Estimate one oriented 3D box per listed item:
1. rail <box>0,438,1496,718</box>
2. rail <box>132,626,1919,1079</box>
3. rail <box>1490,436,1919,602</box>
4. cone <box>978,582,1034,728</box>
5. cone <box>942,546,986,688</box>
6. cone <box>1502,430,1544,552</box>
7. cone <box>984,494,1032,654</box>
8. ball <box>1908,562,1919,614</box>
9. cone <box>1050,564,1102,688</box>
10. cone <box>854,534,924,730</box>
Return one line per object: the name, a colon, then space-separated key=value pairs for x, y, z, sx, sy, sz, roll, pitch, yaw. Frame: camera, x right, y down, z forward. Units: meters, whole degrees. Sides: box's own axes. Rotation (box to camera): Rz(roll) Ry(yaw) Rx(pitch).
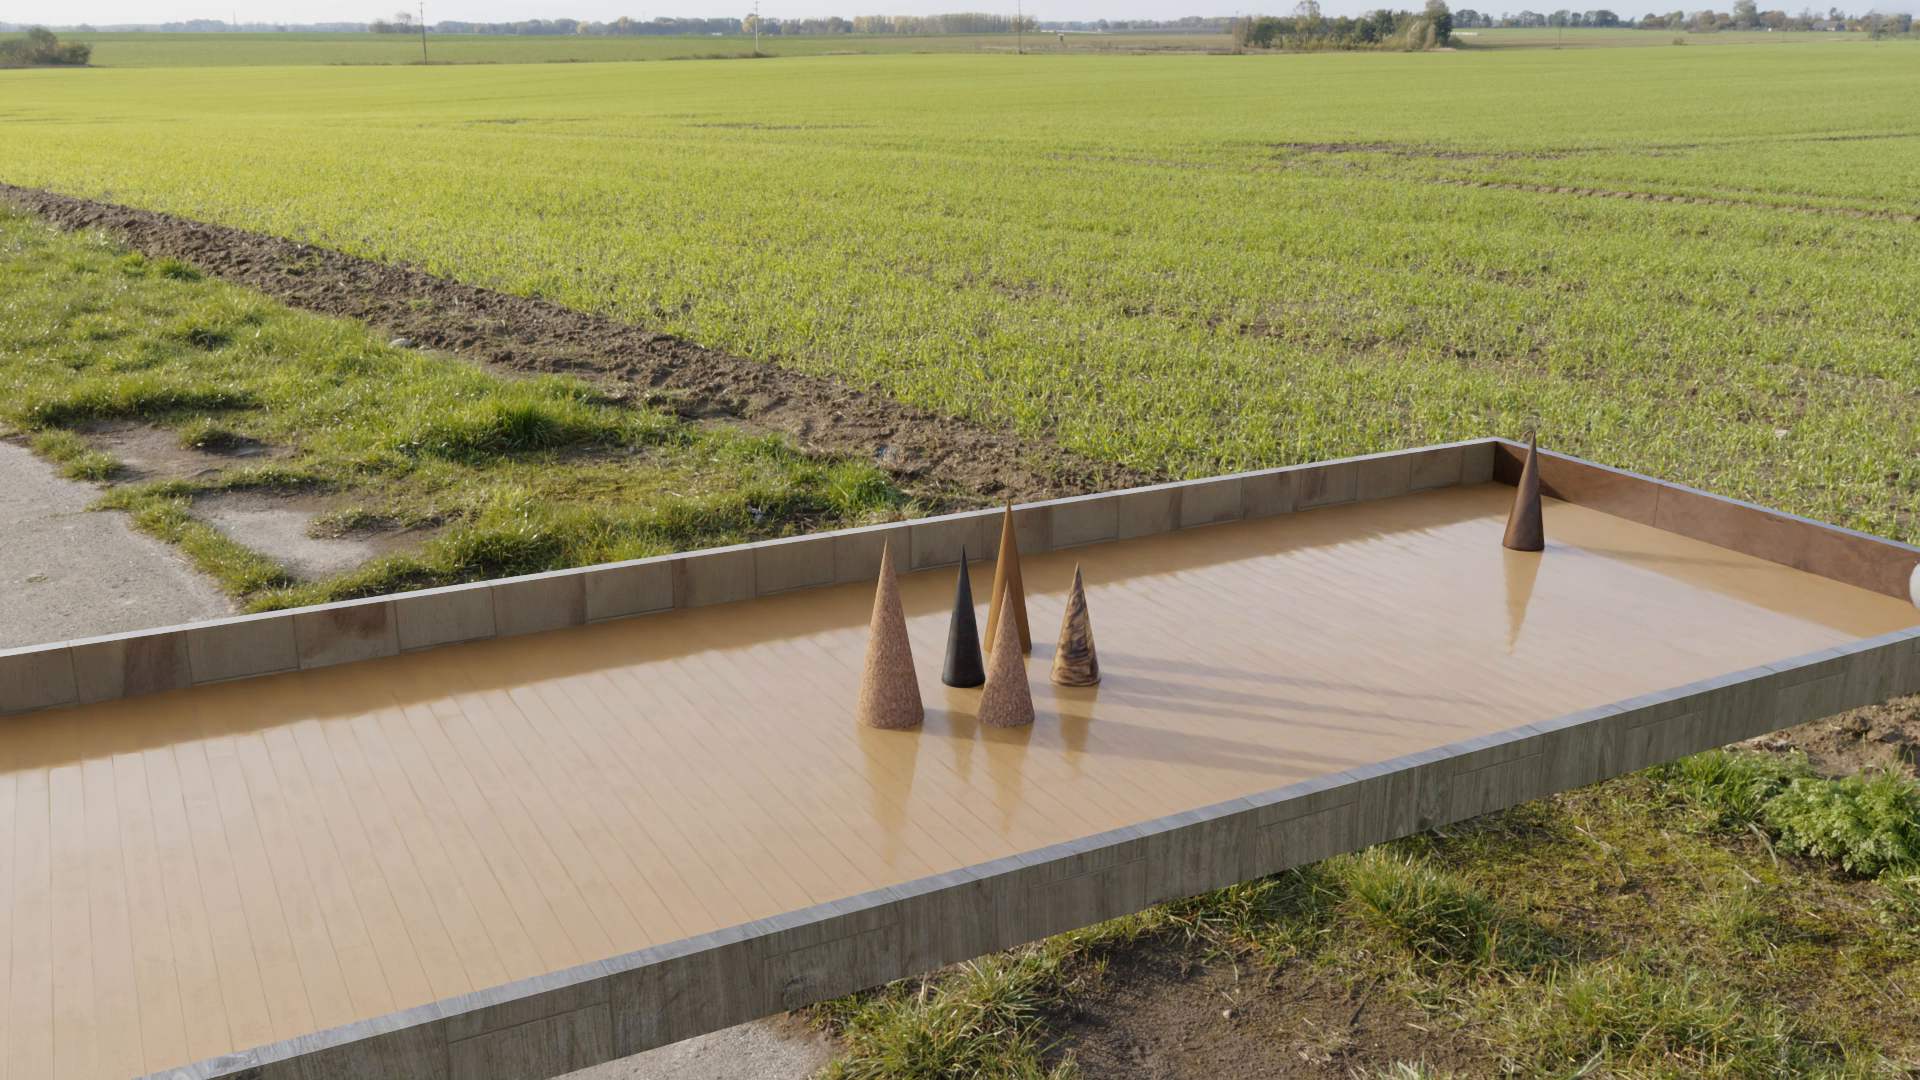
rail: x=-3.305 y=0.497 z=3.399 sx=12.000 sy=0.150 sz=0.050 roll=-9 pitch=18 yaw=-27
rail: x=-2.336 y=1.006 z=1.665 sx=12.000 sy=0.150 sz=0.050 roll=-9 pitch=18 yaw=-27
rail: x=2.466 y=-0.048 z=5.253 sx=0.050 sy=0.150 sz=2.100 roll=-9 pitch=18 yaw=-27
cone: x=0.110 y=0.256 z=3.878 sx=0.136 sy=0.342 sz=0.136 roll=0 pitch=16 yaw=0
cone: x=0.009 y=0.180 z=4.105 sx=0.111 sy=0.359 sz=0.111 roll=0 pitch=16 yaw=0
cone: x=1.807 y=-0.166 z=5.238 sx=0.132 sy=0.385 sz=0.132 roll=0 pitch=16 yaw=0
cone: x=0.127 y=0.082 z=4.327 sx=0.129 sy=0.422 sz=0.129 roll=0 pitch=16 yaw=0
ball: x=2.722 y=0.130 z=4.496 sx=0.234 sy=0.234 sz=0.234 roll=0 pitch=16 yaw=0
cone: x=0.292 y=0.199 z=4.124 sx=0.130 sy=0.313 sz=0.130 roll=0 pitch=16 yaw=0
cone: x=-0.168 y=0.202 z=3.866 sx=0.166 sy=0.452 sz=0.166 roll=0 pitch=16 yaw=0
